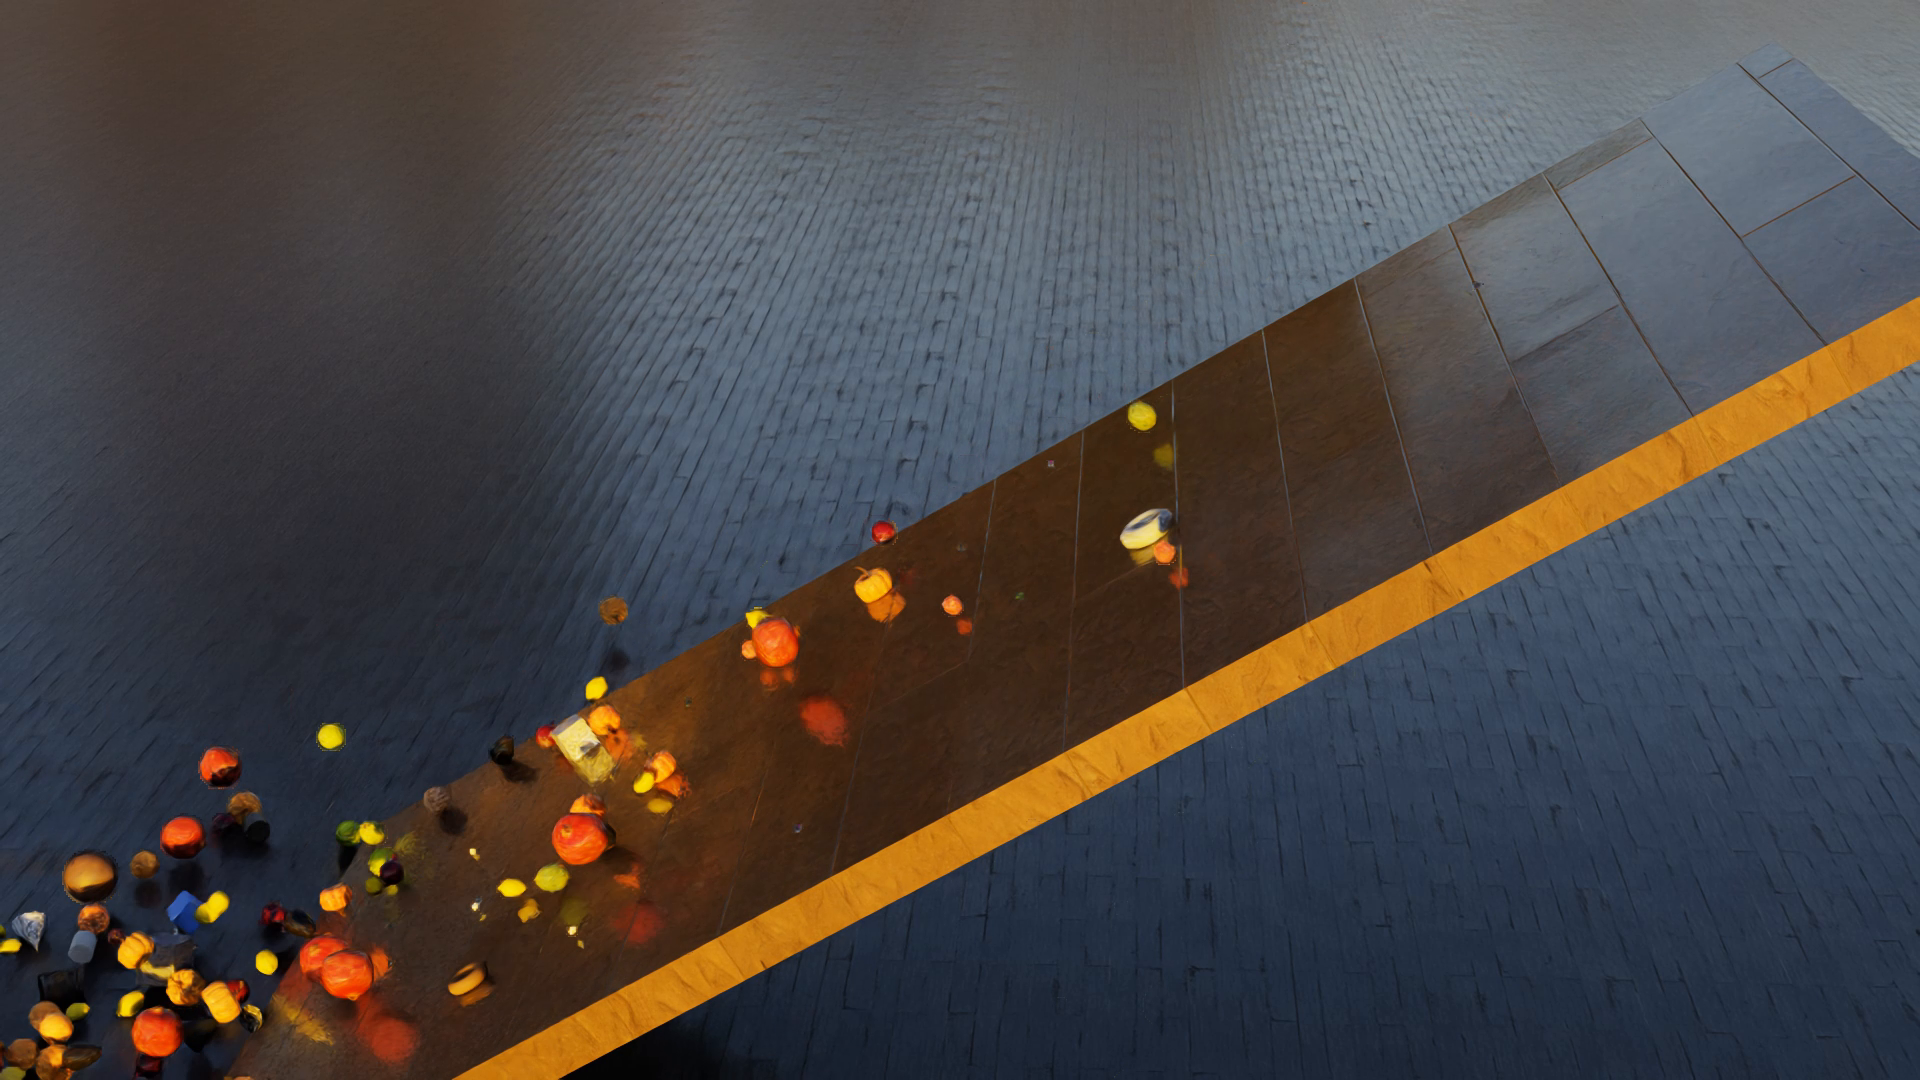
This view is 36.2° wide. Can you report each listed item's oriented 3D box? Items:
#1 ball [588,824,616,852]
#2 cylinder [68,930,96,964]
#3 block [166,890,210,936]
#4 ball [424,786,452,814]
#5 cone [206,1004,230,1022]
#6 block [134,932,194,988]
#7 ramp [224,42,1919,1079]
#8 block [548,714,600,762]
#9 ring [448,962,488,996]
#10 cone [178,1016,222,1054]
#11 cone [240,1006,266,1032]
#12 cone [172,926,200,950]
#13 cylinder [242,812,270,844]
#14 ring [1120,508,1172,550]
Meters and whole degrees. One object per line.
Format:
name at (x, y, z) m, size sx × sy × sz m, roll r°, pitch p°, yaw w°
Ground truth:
ball at (-0.769, 0.639, 6.314) m, size 0.062 × 0.062 × 0.062 m, roll 0°, pitch 19°, yaw 0°
cylinder at (-2.112, 0.980, 7.082) m, size 0.057 × 0.057 × 0.057 m, roll -1°, pitch 30°, yaw -4°
block at (-1.892, 0.913, 7.208) m, size 0.066 × 0.066 × 0.066 m, roll -47°, pitch 34°, yaw -3°
ball at (-1.311, 0.652, 7.373) m, size 0.069 × 0.069 × 0.069 m, roll 0°, pitch 19°, yaw 0°
cone at (-1.720, 1.106, 6.822) m, size 0.054 × 0.054 × 0.054 m, roll 10°, pitch 18°, yaw -7°
block at (-1.892, 0.999, 6.998) m, size 0.100 × 0.100 × 0.100 m, roll 4°, pitch 8°, yaw 13°
ramp at (0.141, 0.168, 6.288) m, size 4.000 × 0.100 × 2.000 m, roll -29°, pitch 15°, yaw 13°
block at (-0.937, 0.480, 7.147) m, size 0.077 × 0.077 × 0.077 m, roll -37°, pitch 15°, yaw -17°
ring at (-1.009, 0.899, 6.032) m, size 0.089 × 0.030 × 0.089 m, roll -30°, pitch 16°, yaw 9°
cone at (-1.716, 1.107, 6.692) m, size 0.088 × 0.088 × 0.088 m, roll -32°, pitch 20°, yaw 4°
cone at (-1.582, 1.076, 6.639) m, size 0.060 × 0.060 × 0.060 m, roll 7°, pitch 3°, yaw 21°
cone at (-1.889, 0.987, 7.181) m, size 0.072 × 0.072 × 0.072 m, roll 22°, pitch 11°, yaw -23°
cylinder at (-1.862, 0.761, 7.782) m, size 0.063 × 0.063 × 0.063 m, roll -8°, pitch 21°, yaw -22°
ring at (0.389, -0.024, 6.126) m, size 0.121 × 0.040 × 0.121 m, roll -30°, pitch 16°, yaw 9°
